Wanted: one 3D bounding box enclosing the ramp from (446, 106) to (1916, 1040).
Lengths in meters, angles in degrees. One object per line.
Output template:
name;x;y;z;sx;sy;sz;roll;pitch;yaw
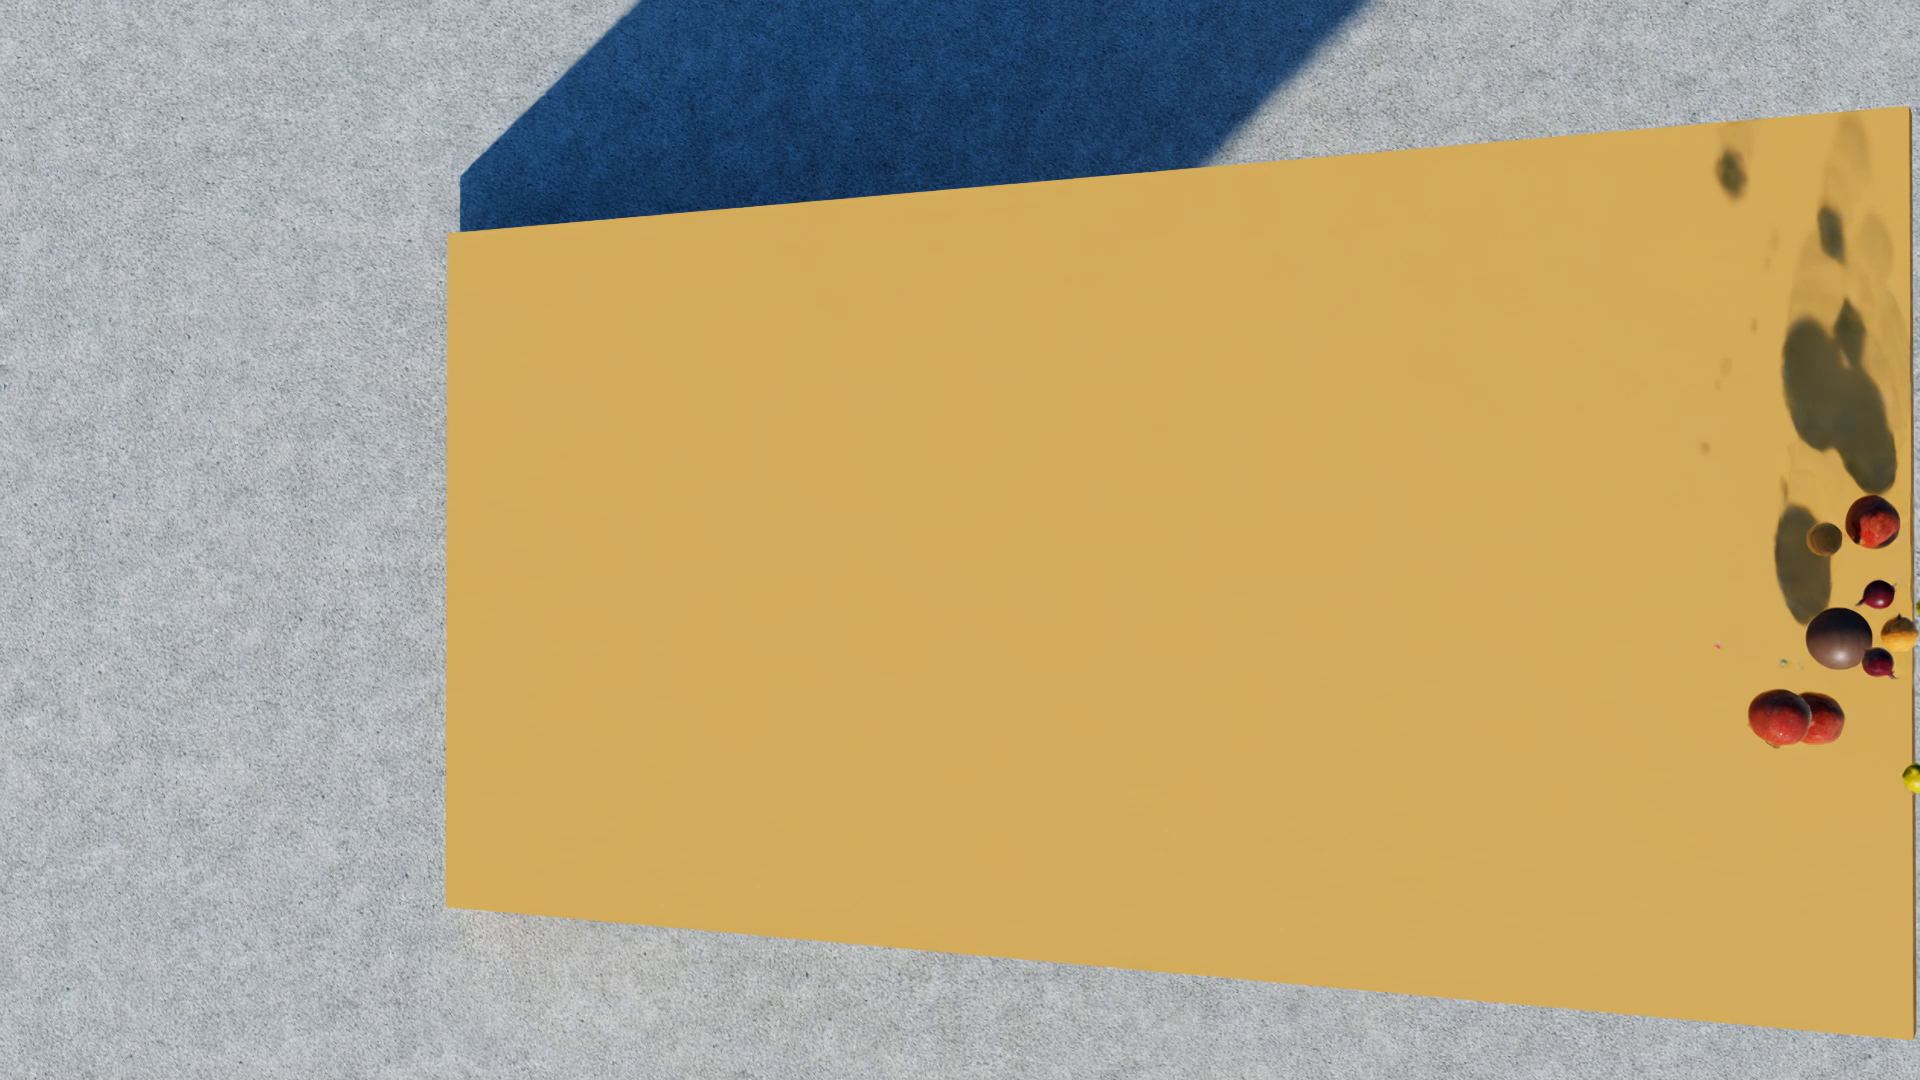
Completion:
ramp;0.278;0.079;5.663;4.000;0.100;2.000;0;89;27
